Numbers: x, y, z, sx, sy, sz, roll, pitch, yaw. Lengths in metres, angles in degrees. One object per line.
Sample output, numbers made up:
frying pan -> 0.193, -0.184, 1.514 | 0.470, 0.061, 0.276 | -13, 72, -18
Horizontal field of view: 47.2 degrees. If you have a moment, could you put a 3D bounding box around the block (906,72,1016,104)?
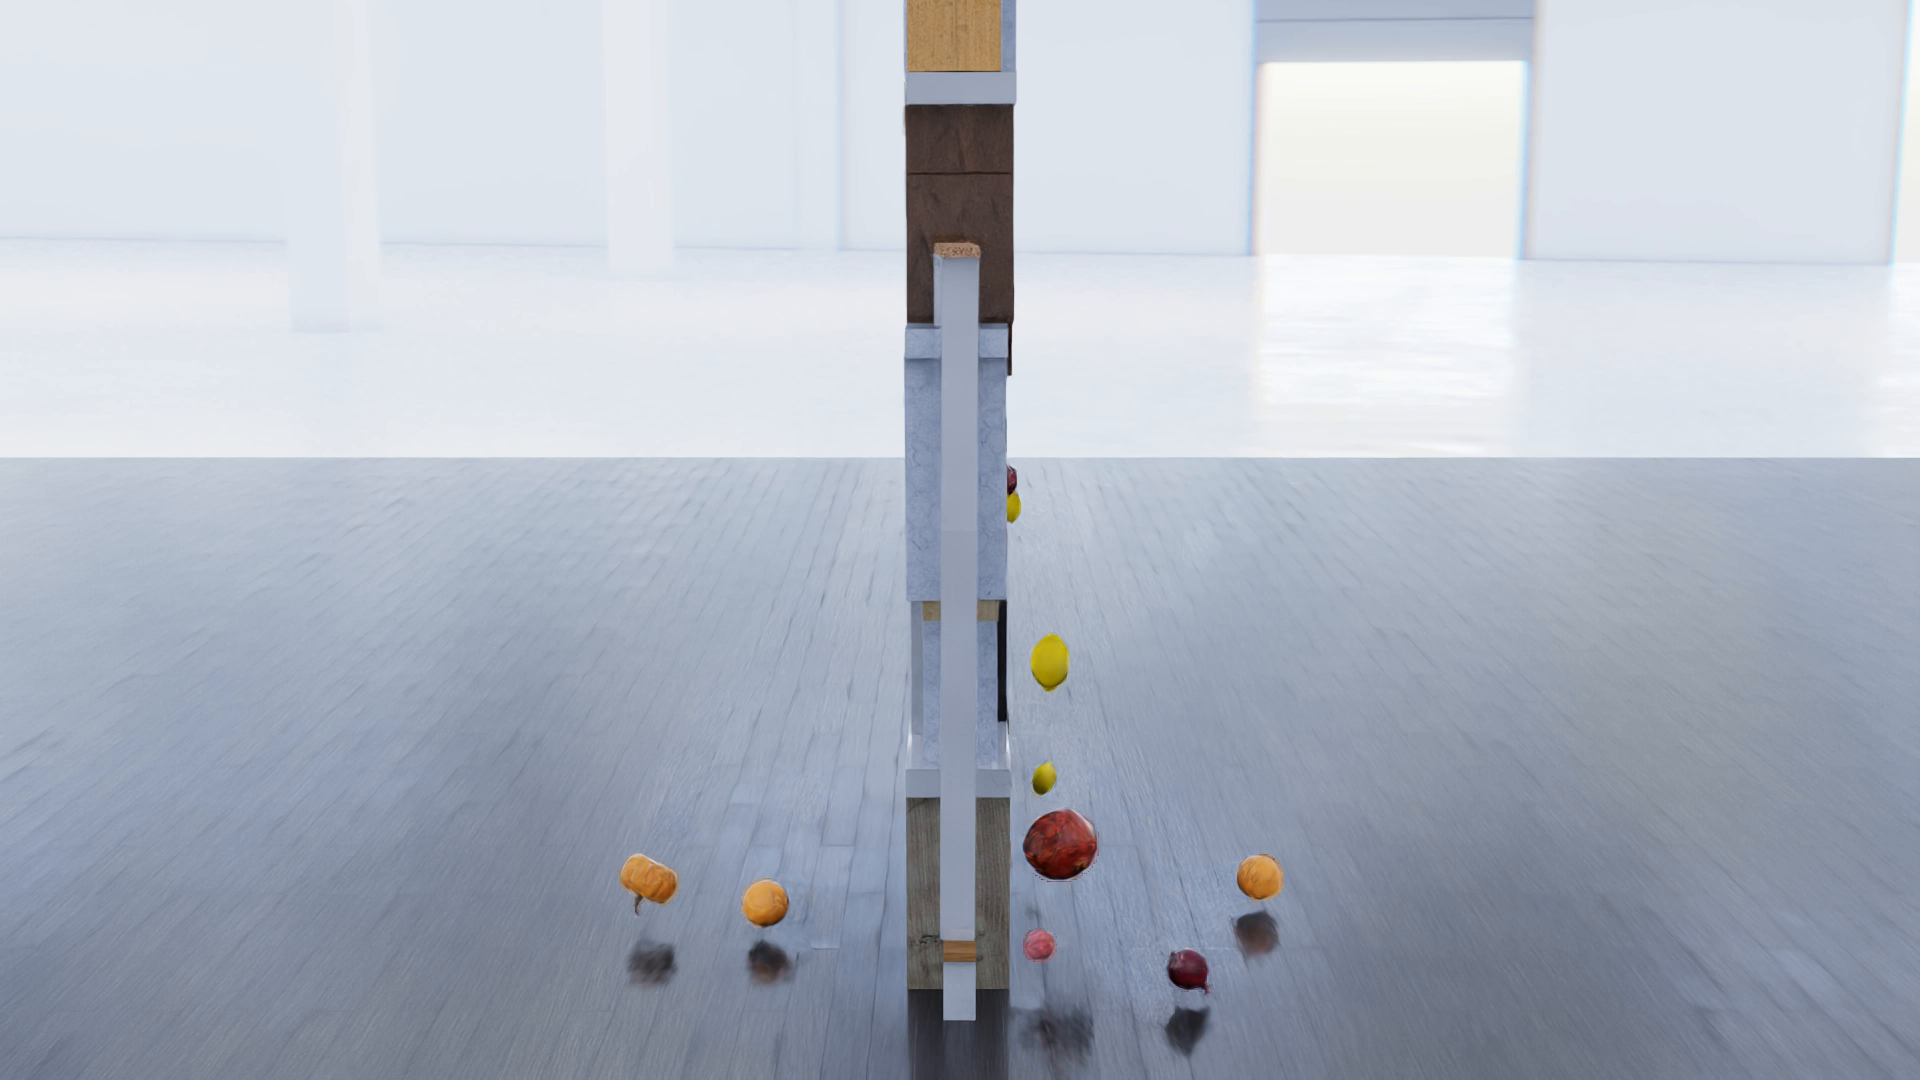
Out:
block -> 0.003, -0.652, 3.190 | 0.152, 0.043, 0.304 | 0, 10, 0

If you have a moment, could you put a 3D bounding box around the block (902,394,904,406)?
block -> -0.027, -0.223, 3.611 | 0.071, 0.020, 0.142 | -7, 13, -31

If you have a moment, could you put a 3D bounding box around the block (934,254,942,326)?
block -> -0.011, -0.349, 3.069 | 0.050, 0.100, 0.014 | 0, 9, -1

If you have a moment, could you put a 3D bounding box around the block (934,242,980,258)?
block -> -0.004, -0.399, 3.026 | 0.050, 0.014, 0.100 | -1, 11, -8

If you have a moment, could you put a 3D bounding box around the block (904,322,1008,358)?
block -> -0.003, -0.297, 3.176 | 0.143, 0.040, 0.285 | 0, 11, 1

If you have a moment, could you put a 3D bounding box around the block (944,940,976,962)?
block -> -0.001, 0.584, 3.164 | 0.046, 0.013, 0.092 | 0, 11, 0

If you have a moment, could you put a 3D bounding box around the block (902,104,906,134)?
block -> -0.009, -0.670, 3.506 | 0.159, 0.045, 0.319 | 0, 10, 0

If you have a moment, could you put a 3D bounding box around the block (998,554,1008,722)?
block -> 0.005, 0.146, 3.418 | 0.135, 0.271, 0.038 | 0, 10, 0

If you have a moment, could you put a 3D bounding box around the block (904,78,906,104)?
block -> -0.004, -0.888, 3.525 | 0.169, 0.377, 0.048 | 1, 12, 6

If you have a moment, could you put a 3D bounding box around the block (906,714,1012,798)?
block -> -0.003, 0.323, 3.322 | 0.152, 0.043, 0.304 | 0, 11, 0

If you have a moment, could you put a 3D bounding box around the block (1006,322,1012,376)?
block -> 0.003, -0.451, 3.329 | 0.152, 0.402, 0.043 | 0, 10, 0

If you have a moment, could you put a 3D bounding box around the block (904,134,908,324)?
block -> -0.005, -0.451, 3.439 | 0.159, 0.361, 0.045 | 0, 11, 0

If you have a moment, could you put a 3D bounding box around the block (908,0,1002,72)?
block -> -0.008, -0.780, 3.046 | 0.130, 0.259, 0.037 | 0, 9, 2

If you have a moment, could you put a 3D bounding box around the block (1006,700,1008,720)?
block -> 0.002, 0.275, 3.625 | 0.149, 0.042, 0.297 | 0, 10, 0

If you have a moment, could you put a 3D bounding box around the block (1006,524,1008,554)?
block -> 0.004, -0.023, 3.479 | 0.135, 0.038, 0.271 | 0, 11, 0

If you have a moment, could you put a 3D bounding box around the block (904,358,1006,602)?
block -> -0.007, -0.089, 3.121 | 0.143, 0.349, 0.040 | -1, 10, -2

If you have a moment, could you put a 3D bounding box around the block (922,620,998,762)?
block -> 0.000, 0.215, 3.197 | 0.108, 0.215, 0.030 | 0, 11, 0

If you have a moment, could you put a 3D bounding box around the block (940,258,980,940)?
block -> -0.001, 0.094, 3.090 | 0.050, 0.977, 0.014 | 1, 10, 6

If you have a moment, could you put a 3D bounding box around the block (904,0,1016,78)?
block -> 0.000, -0.867, 3.306 | 0.169, 0.337, 0.048 | 0, 10, 0

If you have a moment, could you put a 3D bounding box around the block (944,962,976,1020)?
block -> -0.001, 0.641, 3.144 | 0.046, 0.092, 0.013 | 0, 11, 0

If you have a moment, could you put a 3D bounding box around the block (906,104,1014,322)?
block -> 0.000, -0.463, 3.121 | 0.152, 0.304, 0.043 | 0, 10, 0

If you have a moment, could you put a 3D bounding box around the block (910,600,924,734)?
block -> -0.020, 0.188, 3.341 | 0.108, 0.215, 0.030 | 0, 11, 2

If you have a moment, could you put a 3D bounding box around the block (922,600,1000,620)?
block -> 0.004, 0.081, 3.245 | 0.108, 0.030, 0.215 | 0, 11, 2

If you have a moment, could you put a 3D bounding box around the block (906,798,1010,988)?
block -> -0.003, 0.512, 3.254 | 0.152, 0.304, 0.043 | 0, 10, 0
